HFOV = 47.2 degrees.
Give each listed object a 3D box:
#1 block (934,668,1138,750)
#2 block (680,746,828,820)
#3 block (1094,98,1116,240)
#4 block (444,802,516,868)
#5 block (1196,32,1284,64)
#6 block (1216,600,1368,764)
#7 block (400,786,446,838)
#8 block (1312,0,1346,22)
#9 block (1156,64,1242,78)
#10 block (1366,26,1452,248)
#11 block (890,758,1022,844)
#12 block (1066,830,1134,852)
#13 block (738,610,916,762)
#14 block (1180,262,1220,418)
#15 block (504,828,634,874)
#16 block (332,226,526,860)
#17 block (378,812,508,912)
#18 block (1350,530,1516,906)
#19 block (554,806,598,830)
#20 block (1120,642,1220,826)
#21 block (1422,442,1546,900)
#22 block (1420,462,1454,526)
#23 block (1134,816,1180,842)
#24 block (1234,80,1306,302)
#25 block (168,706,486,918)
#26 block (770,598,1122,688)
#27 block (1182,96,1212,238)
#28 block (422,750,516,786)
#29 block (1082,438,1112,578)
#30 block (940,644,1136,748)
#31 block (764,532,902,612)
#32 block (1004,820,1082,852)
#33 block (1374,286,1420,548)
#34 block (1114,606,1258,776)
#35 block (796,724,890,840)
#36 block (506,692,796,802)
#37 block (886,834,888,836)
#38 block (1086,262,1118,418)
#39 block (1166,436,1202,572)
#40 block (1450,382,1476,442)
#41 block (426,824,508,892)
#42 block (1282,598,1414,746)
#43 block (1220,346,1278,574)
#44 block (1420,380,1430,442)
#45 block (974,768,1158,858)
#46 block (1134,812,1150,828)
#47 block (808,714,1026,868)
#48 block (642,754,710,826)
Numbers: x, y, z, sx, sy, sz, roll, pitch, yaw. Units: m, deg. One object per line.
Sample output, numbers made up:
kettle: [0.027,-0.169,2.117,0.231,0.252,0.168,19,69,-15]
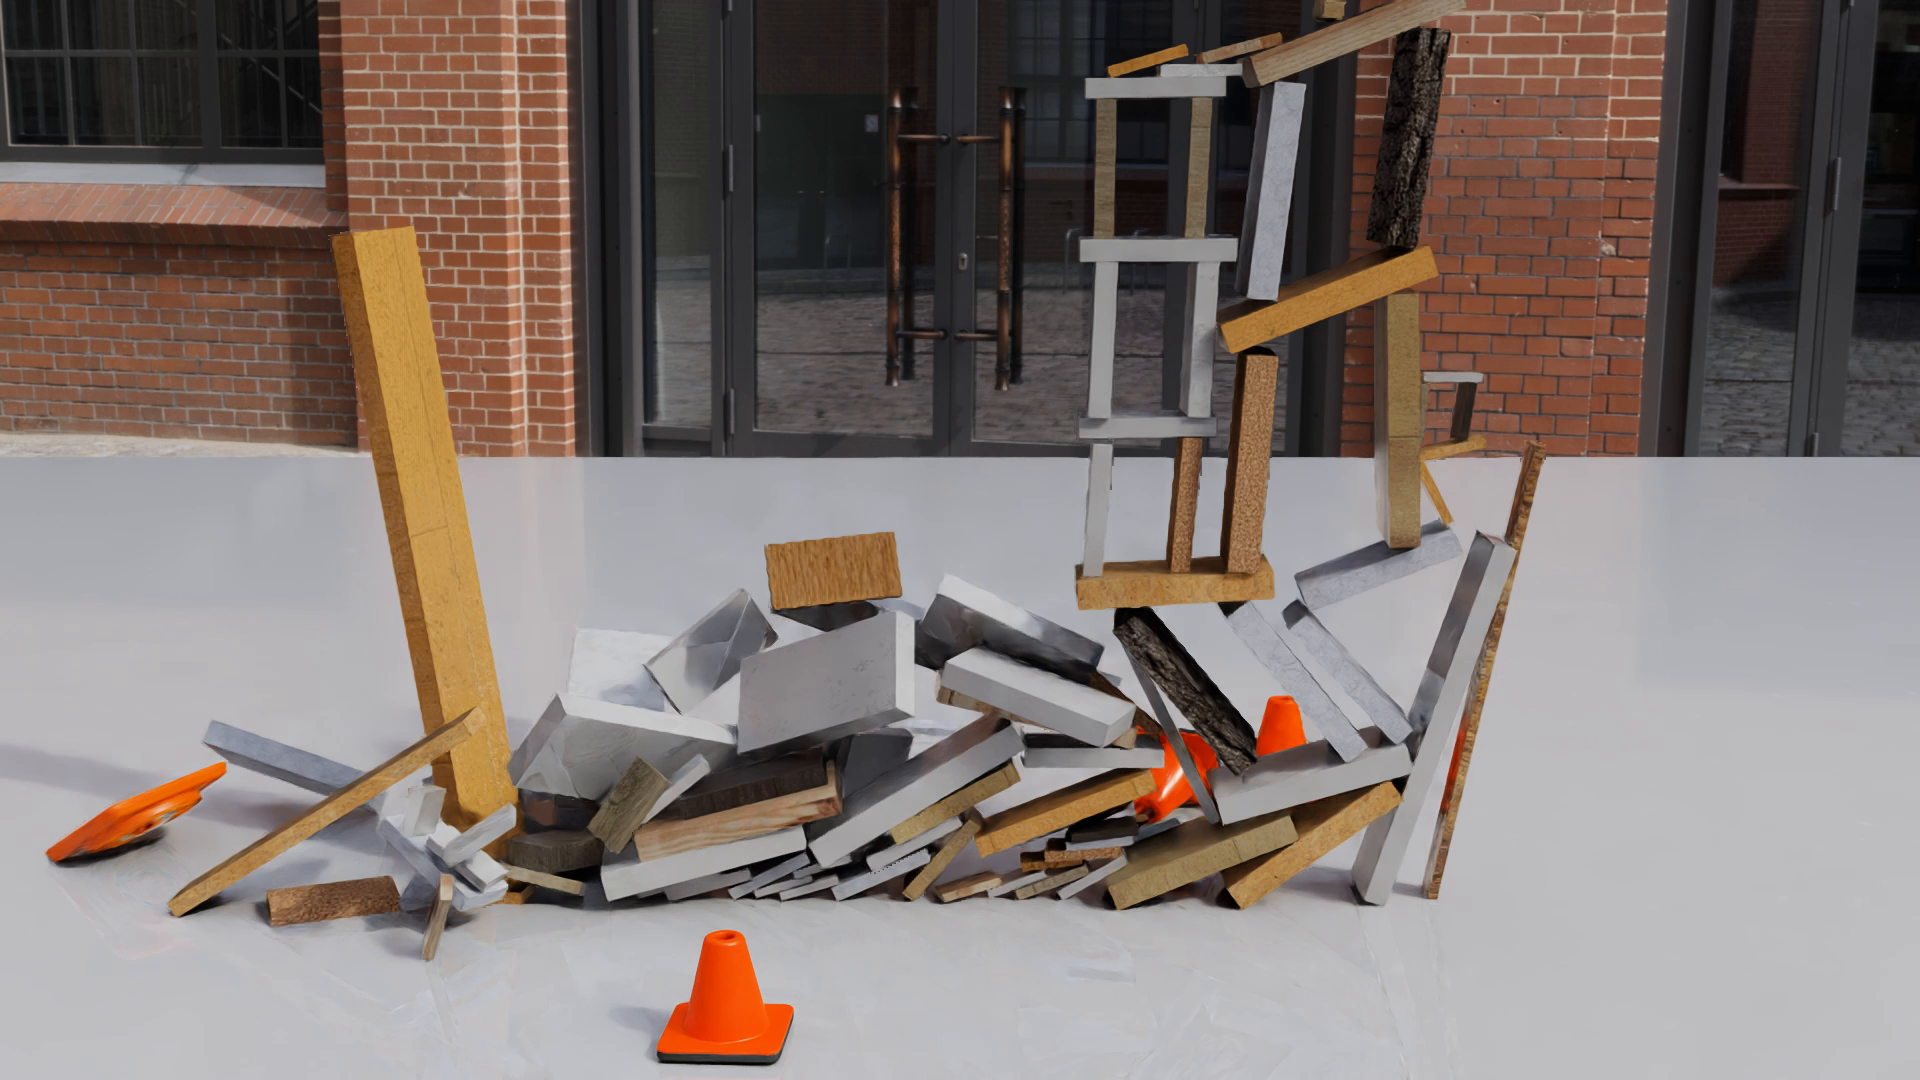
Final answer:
block: [0.122,0.277,3.617,0.330,0.034,0.119,14,6,-5]
block: [-0.338,0.400,3.620,0.239,0.034,0.119,-14,10,-2]
block: [0.227,-0.581,3.440,0.030,0.214,0.107,1,11,3]
block: [-0.743,0.457,3.408,0.121,0.017,0.060,-33,19,1]
block: [0.433,-0.763,3.416,0.126,0.018,0.063,-15,11,0]
block: [0.538,0.214,3.587,0.044,0.311,0.156,-39,9,6]
block: [-0.819,0.414,3.358,0.020,0.071,0.141,14,-4,1]
block: [0.585,-0.914,3.393,0.031,0.220,0.110,8,11,-2]
block: [0.371,-0.728,3.413,0.126,0.018,0.063,-1,10,0]
block: [0.700,-0.629,3.446,0.047,0.331,0.166,7,10,-2]
block: [-0.010,0.425,3.641,0.229,0.033,0.115,-28,7,1]
block: [0.230,0.491,3.626,0.111,0.016,0.055,-6,11,5]
block: [-0.224,0.245,3.654,0.344,0.172,0.049,-19,-31,33]
block: [0.379,-0.323,3.490,0.034,0.243,0.122,2,11,-1]
block: [-0.608,0.522,3.817,0.317,0.045,0.158,-6,3,-37]
block: [-0.899,0.019,3.750,0.045,1.093,0.158,-4,10,26]
block: [-0.823,0.508,3.507,0.201,0.028,0.100,38,19,21]
block: [0.774,0.293,3.615,0.037,0.623,0.130,17,10,-3]
block: [-0.634,0.475,3.998,0.154,0.044,0.309,-5,1,-2]
block: [0.347,0.310,3.657,0.021,0.347,0.072,-26,-5,4]
block: [0.854,0.218,3.598,0.015,0.769,0.054,11,10,-2]
block: [0.760,-0.080,3.543,0.015,0.109,0.054,-27,8,8]
block: [0.318,0.495,3.720,0.099,0.014,0.050,-25,-9,25]
block: [0.486,-0.549,3.456,0.047,0.331,0.166,6,11,-1]
block: [-1.026,0.440,3.569,0.581,0.028,0.100,-31,8,7]
block: [-0.027,0.180,3.778,0.612,0.108,0.031,19,45,4]
block: [0.371,-0.582,3.433,0.030,0.214,0.107,3,11,3]
block: [-0.849,0.423,4.134,0.309,0.044,0.154,-19,-3,34]
block: [0.221,-0.060,3.545,0.031,0.216,0.108,4,15,1]
block: [0.127,0.250,3.539,0.286,0.041,0.143,20,16,18]
block: [-0.211,0.052,3.672,0.217,0.108,0.031,-6,-8,-11]
block: [0.136,0.478,3.648,0.137,0.016,0.055,-21,6,5]
block: [0.700,-0.202,3.525,0.048,0.401,0.171,-2,12,4]
block: [0.369,0.234,3.600,0.044,0.311,0.156,-39,7,13]
block: [-0.227,0.421,3.843,0.143,0.286,0.041,-6,42,-29]
block: [-0.448,0.388,3.750,0.644,0.172,0.049,16,32,-41]
block: [-0.111,0.537,3.911,0.113,0.016,0.057,-10,14,-43]
block: [0.226,-0.321,3.492,0.034,0.243,0.122,3,9,1]
block: [0.362,-0.065,3.550,0.031,0.216,0.108,5,10,0]
block: [0.805,-0.207,3.515,0.013,0.094,0.047,7,7,-7]
block: [-0.779,0.502,3.471,0.121,0.017,0.060,37,21,10]
block: [0.632,0.214,3.600,0.037,0.260,0.130,-43,7,10]
block: [0.462,-0.132,3.525,0.048,0.342,0.171,4,11,2]
block: [0.737,-0.206,3.521,0.013,0.094,0.047,4,11,3]
block: [0.173,0.440,3.627,0.307,0.033,0.115,-21,6,4]
block: [0.270,0.484,3.705,0.099,0.014,0.049,-3,-33,-48]
block: [-0.072,0.404,3.647,0.386,0.047,0.167,-31,8,4]
block: [-0.475,0.410,3.623,0.141,0.020,0.071,-39,11,-5]
